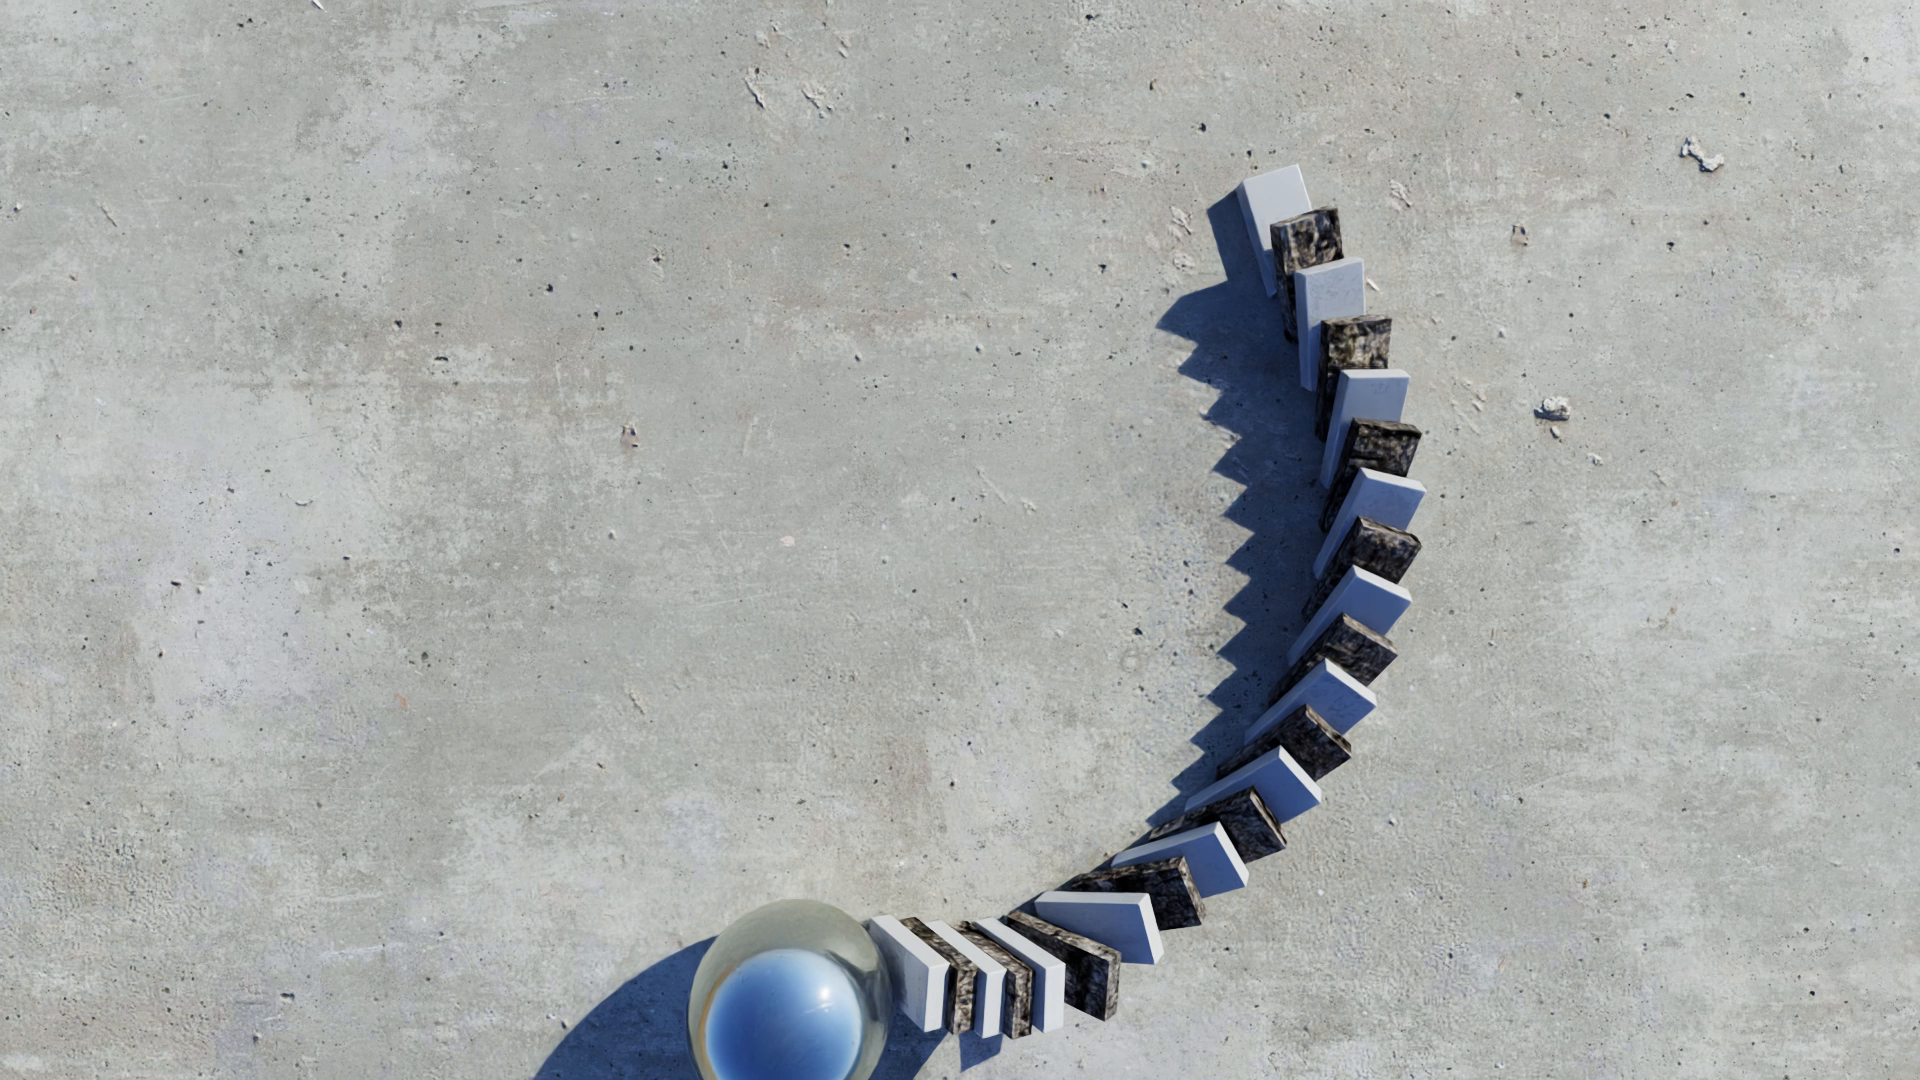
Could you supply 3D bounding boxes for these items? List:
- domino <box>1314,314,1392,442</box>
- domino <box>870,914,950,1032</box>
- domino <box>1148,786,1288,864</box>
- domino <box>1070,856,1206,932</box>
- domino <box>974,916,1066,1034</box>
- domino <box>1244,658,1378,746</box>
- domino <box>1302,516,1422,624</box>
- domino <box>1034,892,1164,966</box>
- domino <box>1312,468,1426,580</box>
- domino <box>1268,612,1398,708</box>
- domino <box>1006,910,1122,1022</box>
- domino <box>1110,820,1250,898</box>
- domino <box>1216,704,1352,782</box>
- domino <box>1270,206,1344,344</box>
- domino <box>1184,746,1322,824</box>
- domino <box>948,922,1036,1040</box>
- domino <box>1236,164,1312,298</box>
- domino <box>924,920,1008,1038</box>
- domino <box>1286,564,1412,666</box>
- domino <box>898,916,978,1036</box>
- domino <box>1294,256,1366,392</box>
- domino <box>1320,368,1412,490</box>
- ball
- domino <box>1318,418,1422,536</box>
[{"bbox_3d":[0.165,-0.068,0.385,0.025,0.009,0.050,-7,116,0],"label":"domino"},{"bbox_3d":[-0.022,0.176,0.376,0.009,0.050,0.025,4,90,-33],"label":"domino"},{"bbox_3d":[0.108,0.125,0.384,0.050,0.009,0.025,-35,90,29],"label":"domino"},{"bbox_3d":[0.074,0.150,0.384,0.050,0.009,0.025,-22,90,29],"label":"domino"},{"bbox_3d":[0.023,0.177,0.376,0.009,0.050,0.025,2,90,-33],"label":"domino"},{"bbox_3d":[0.146,0.075,0.384,0.025,0.010,0.050,36,119,0],"label":"domino"},{"bbox_3d":[0.167,0.017,0.384,0.025,0.009,0.050,19,119,0],"label":"domino"},{"bbox_3d":[0.057,0.161,0.382,0.050,0.009,0.025,-15,90,36],"label":"domino"},{"bbox_3d":[0.170,-0.004,0.384,0.025,0.010,0.050,14,119,0],"label":"domino"},{"bbox_3d":[0.155,0.057,0.384,0.025,0.010,0.050,30,119,0],"label":"domino"},{"bbox_3d":[0.042,0.175,0.380,0.050,0.009,0.025,7,95,39],"label":"domino"},{"bbox_3d":[0.091,0.138,0.384,0.050,0.009,0.025,-30,90,29],"label":"domino"},{"bbox_3d":[0.135,0.093,0.384,0.025,0.009,0.050,43,119,0],"label":"domino"},{"bbox_3d":[0.147,-0.111,0.385,0.025,0.009,0.050,-18,116,1],"label":"domino"},{"bbox_3d":[0.122,0.109,0.384,0.025,0.009,0.050,48,119,0],"label":"domino"},{"bbox_3d":[0.011,0.179,0.376,0.009,0.050,0.025,4,90,-33],"label":"domino"},{"bbox_3d":[0.139,-0.133,0.395,0.025,0.009,0.050,-17,90,0],"label":"domino"},{"bbox_3d":[0.000,0.179,0.376,0.010,0.050,0.025,4,90,-33],"label":"domino"},{"bbox_3d":[0.162,0.037,0.384,0.025,0.010,0.050,25,119,0],"label":"domino"},{"bbox_3d":[-0.011,0.178,0.376,0.009,0.050,0.025,4,90,-33],"label":"domino"},{"bbox_3d":[0.156,-0.090,0.385,0.025,0.010,0.050,-15,116,-1],"label":"domino"},{"bbox_3d":[0.169,-0.046,0.384,0.025,0.010,0.050,-1,119,0],"label":"domino"},{"bbox_3d":[-0.066,0.184,0.360,0.080,0.080,0.080,0,90,0],"label":"ball"},{"bbox_3d":[0.171,-0.025,0.384,0.025,0.009,0.050,7,119,0],"label":"domino"}]
